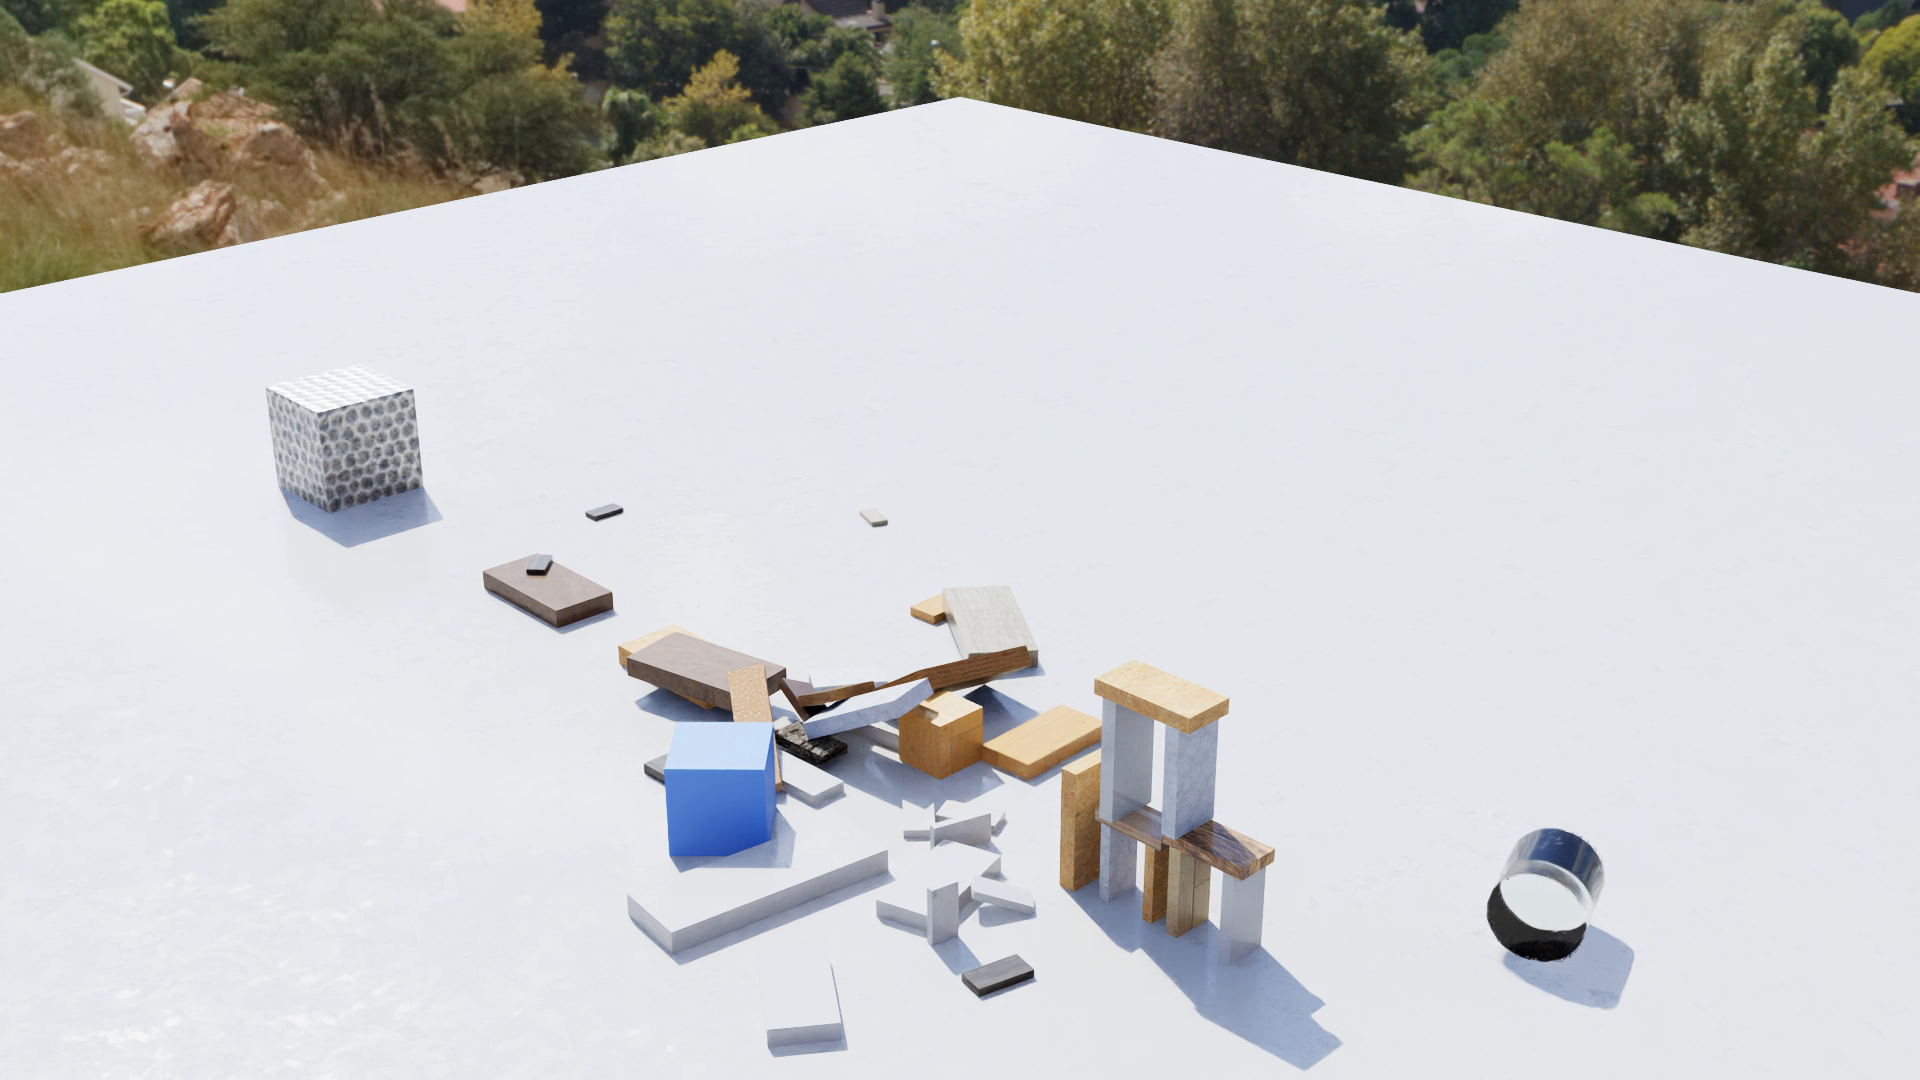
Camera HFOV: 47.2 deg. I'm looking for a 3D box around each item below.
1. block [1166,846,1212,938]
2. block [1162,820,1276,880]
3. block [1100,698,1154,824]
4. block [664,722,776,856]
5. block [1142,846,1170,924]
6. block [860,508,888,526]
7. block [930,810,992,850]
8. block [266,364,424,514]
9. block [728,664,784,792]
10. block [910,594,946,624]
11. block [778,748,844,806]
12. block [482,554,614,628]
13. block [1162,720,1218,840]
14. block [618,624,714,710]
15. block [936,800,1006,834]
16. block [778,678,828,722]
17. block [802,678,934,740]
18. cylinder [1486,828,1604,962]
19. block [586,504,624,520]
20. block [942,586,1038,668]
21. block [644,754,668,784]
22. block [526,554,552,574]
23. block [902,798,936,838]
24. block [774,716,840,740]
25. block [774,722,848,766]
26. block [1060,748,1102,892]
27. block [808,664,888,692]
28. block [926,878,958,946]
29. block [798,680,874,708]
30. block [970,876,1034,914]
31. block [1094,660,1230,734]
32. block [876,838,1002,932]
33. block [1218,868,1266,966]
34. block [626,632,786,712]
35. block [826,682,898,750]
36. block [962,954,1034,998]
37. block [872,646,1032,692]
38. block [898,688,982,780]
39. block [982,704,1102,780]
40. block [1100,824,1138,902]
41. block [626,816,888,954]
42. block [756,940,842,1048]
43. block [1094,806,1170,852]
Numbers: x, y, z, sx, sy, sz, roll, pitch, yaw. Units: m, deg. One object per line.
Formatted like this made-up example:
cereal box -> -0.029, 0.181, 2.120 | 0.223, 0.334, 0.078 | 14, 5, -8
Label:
block -> 0.421, 0.630, 4.039 | 0.026, 0.184, 0.092 | 21, 31, 41
block -> 0.464, 0.550, 3.958 | 0.092, 0.026, 0.185 | -21, 31, -40
block -> 0.309, 0.389, 4.055 | 0.111, 0.249, 0.031 | -21, 31, -40
block -> -0.472, 0.492, 4.353 | 0.194, 0.194, 0.194 | 0, 23, 0
block -> 0.376, 0.624, 4.084 | 0.023, 0.161, 0.081 | 21, 31, 41
block -> -0.232, -0.061, 5.889 | 0.046, 0.013, 0.093 | -10, 25, -22
block -> 0.001, 0.576, 4.323 | 0.127, 0.063, 0.018 | -12, 26, -26
block -> -1.694, -0.283, 6.058 | 0.289, 0.289, 0.289 | -20, 30, -39
block -> -0.433, 0.399, 4.639 | 0.079, 0.022, 0.357 | -13, 41, -2
block -> -0.037, 0.160, 5.356 | 0.079, 0.022, 0.158 | 20, 30, 39
block -> -0.372, 0.480, 4.598 | 0.290, 0.024, 0.084 | 21, 31, 40
block -> -1.016, 0.122, 5.414 | 0.163, 0.046, 0.326 | -20, 30, -39
block -> 0.414, 0.417, 3.953 | 0.111, 0.222, 0.031 | -21, 31, -40
block -> -0.617, 0.287, 5.025 | 0.163, 0.046, 0.326 | -21, 31, -40
block -> 0.021, 0.557, 4.425 | 0.127, 0.018, 0.063 | 8, 24, 19
block -> -0.329, 0.357, 4.773 | 0.076, 0.022, 0.152 | 14, 23, -39
block -> -0.194, 0.355, 4.626 | 0.258, 0.037, 0.129 | -17, 9, 36
cylinder -> 1.069, 0.646, 4.011 | 0.177, 0.177, 0.177 | 11, 25, 24
block -> -0.957, -0.076, 5.923 | 0.093, 0.013, 0.046 | -20, 30, -39
block -> 0.068, 0.205, 5.187 | 0.165, 0.047, 0.329 | -2, 26, -11
block -> -0.578, 0.489, 4.580 | 0.158, 0.022, 0.079 | 21, 31, 41
block -> -1.048, 0.061, 5.483 | 0.046, 0.013, 0.093 | 1, 23, 2
block -> -0.083, 0.559, 4.421 | 0.063, 0.018, 0.127 | -1, 23, -2
block -> -0.345, 0.422, 4.739 | 0.152, 0.022, 0.076 | 14, 27, 30
block -> -0.319, 0.430, 4.664 | 0.152, 0.022, 0.076 | 20, 29, 38
block -> 0.248, 0.530, 4.186 | 0.127, 0.254, 0.036 | -21, 31, -40
block -> -0.253, 0.318, 4.980 | 0.168, 0.024, 0.084 | -5, 23, -11
block -> -0.031, 0.678, 4.013 | 0.058, 0.117, 0.017 | -15, 27, -32
block -> -0.266, 0.333, 4.761 | 0.084, 0.024, 0.168 | -11, -1, 33
block -> 0.079, 0.665, 4.125 | 0.117, 0.017, 0.059 | 16, 21, -9
block -> 0.361, 0.280, 3.952 | 0.222, 0.031, 0.111 | 21, 31, 41
block -> -0.038, 0.655, 4.171 | 0.127, 0.036, 0.254 | 12, 26, 27
block -> 0.508, 0.664, 3.959 | 0.026, 0.184, 0.092 | 21, 31, 41
block -> -0.564, 0.293, 4.894 | 0.326, 0.046, 0.163 | 15, 27, 32
block -> -0.185, 0.385, 4.806 | 0.258, 0.037, 0.129 | 16, 28, 34
block -> 0.068, 0.775, 3.914 | 0.117, 0.017, 0.059 | -14, 27, -29
block -> -0.016, 0.301, 4.821 | 0.329, 0.047, 0.165 | -10, -11, -44
block -> -0.041, 0.408, 4.639 | 0.125, 0.125, 0.125 | -21, 31, -40
block -> 0.182, 0.430, 4.700 | 0.129, 0.037, 0.258 | 19, 30, 39
block -> 0.300, 0.594, 4.154 | 0.023, 0.161, 0.081 | 21, 31, 41
block -> -0.379, 0.648, 4.173 | 0.479, 0.047, 0.165 | -16, 28, -34
block -> -0.285, 0.792, 3.849 | 0.127, 0.036, 0.254 | -4, 23, -9
block -> 0.338, 0.525, 4.083 | 0.081, 0.023, 0.161 | -21, 31, -40
